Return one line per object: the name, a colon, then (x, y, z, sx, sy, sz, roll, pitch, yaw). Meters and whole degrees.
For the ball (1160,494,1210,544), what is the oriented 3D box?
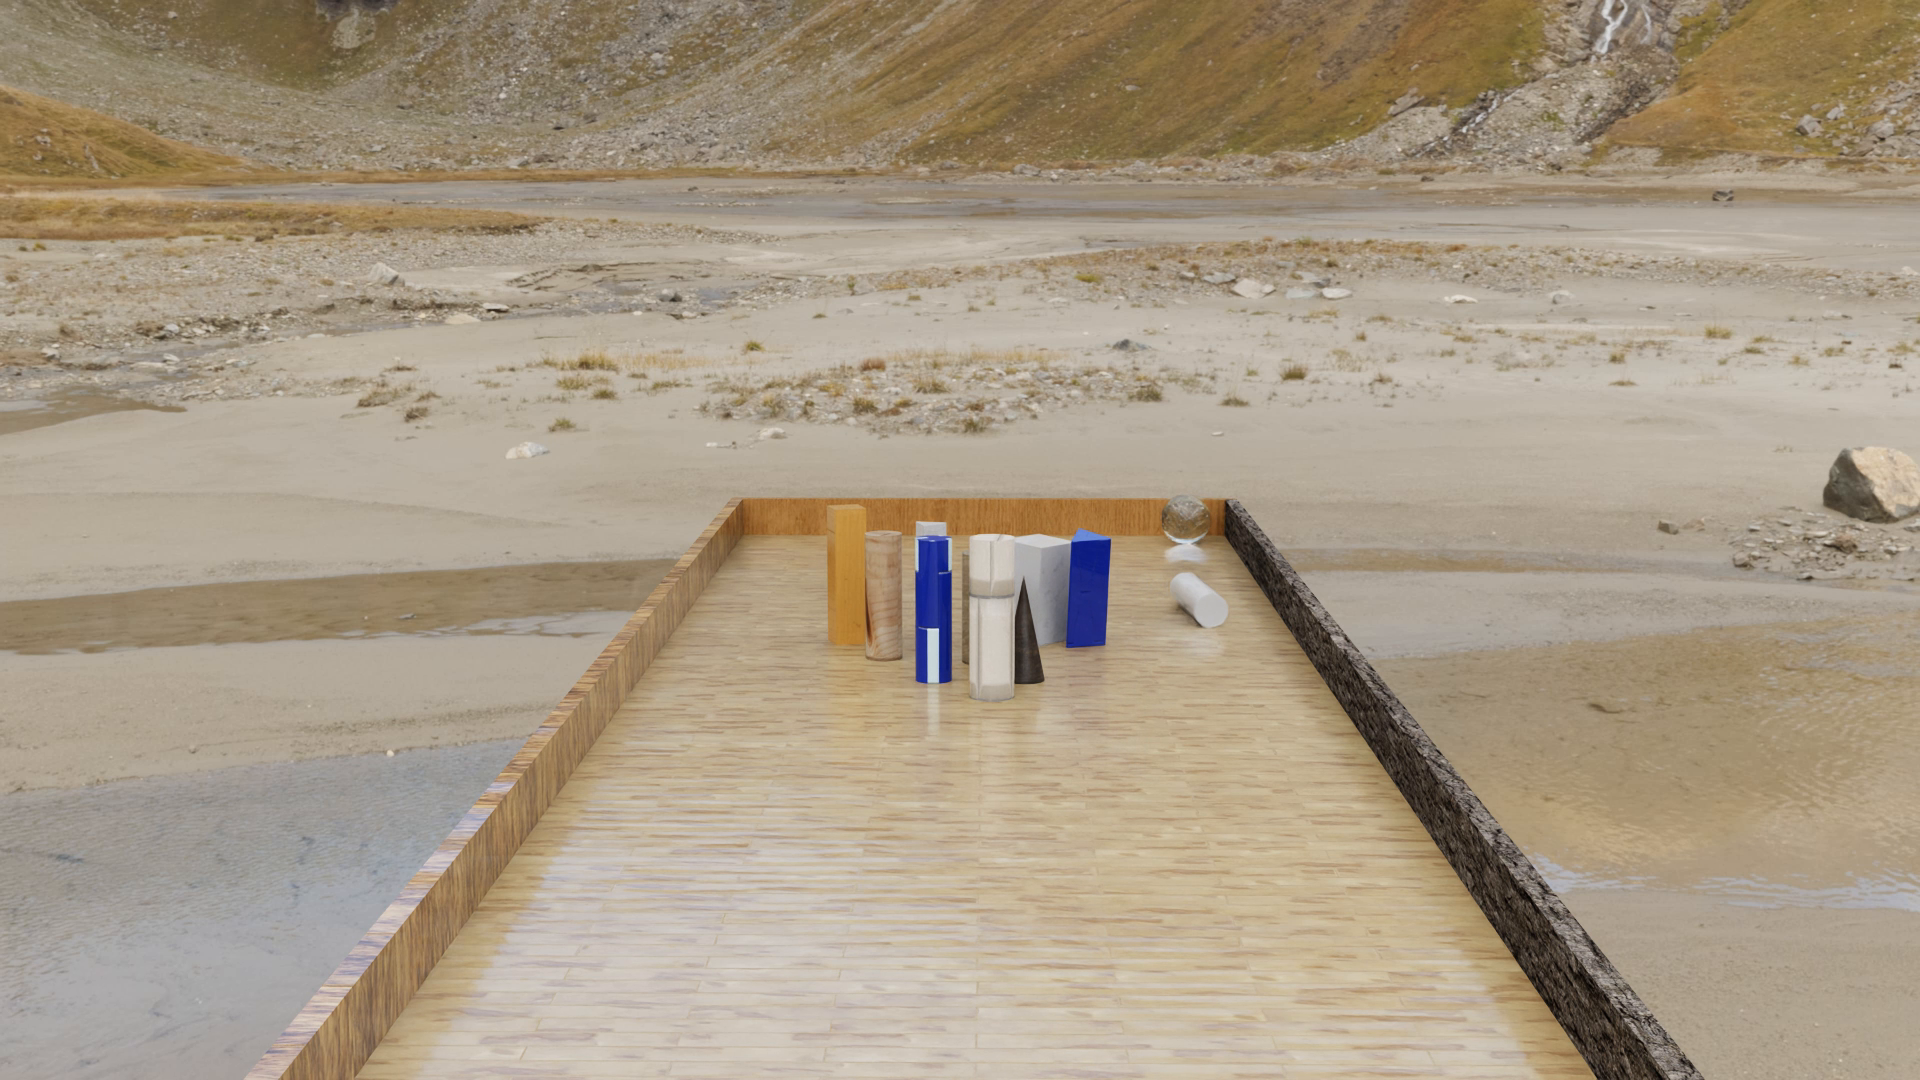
ball: (0.914, -0.084, 8.898, 0.201, 0.201, 0.201, 0, 9, 0)

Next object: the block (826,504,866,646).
block: (-0.357, 0.109, 6.947, 0.101, 0.431, 0.101, -3, 9, -18)

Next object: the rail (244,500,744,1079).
rail: (-1.004, 0.839, 3.234, 0.050, 0.150, 12.000, 0, 9, 1)

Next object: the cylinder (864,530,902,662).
cylinder: (-0.233, 0.170, 6.706, 0.114, 0.385, 0.114, 0, 9, 0)

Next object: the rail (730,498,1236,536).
rail: (0.099, -0.098, 9.147, 2.100, 0.150, 0.050, 0, 9, 1)

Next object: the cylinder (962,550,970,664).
cylinder: (0.081, 0.203, 6.658, 0.151, 0.335, 0.151, 0, 9, 0)

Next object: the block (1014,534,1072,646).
block: (0.247, 0.158, 6.975, 0.162, 0.317, 0.162, -9, 16, -44)

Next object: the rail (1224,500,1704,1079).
rail: (1.046, 0.843, 3.208, 0.050, 0.150, 12.000, 0, 9, 1)

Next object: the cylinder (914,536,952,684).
cylinder: (-0.077, 0.202, 6.399, 0.107, 0.419, 0.107, 0, 9, 0)

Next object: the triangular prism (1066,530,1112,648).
triangular prism: (0.385, 0.149, 6.888, 0.129, 0.352, 0.111, -4, 20, -16)

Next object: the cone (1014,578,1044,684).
cone: (0.185, 0.255, 6.407, 0.127, 0.311, 0.127, 0, 9, 0)

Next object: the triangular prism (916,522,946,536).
triangular prism: (-0.107, 0.136, 6.923, 0.084, 0.384, 0.097, 8, 12, 43)

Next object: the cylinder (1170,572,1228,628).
cylinder: (0.799, 0.199, 7.388, 0.114, 0.114, 0.413, -1, 9, -6)

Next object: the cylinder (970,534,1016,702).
cylinder: (0.090, 0.218, 6.183, 0.128, 0.455, 0.128, 0, 9, 0)
